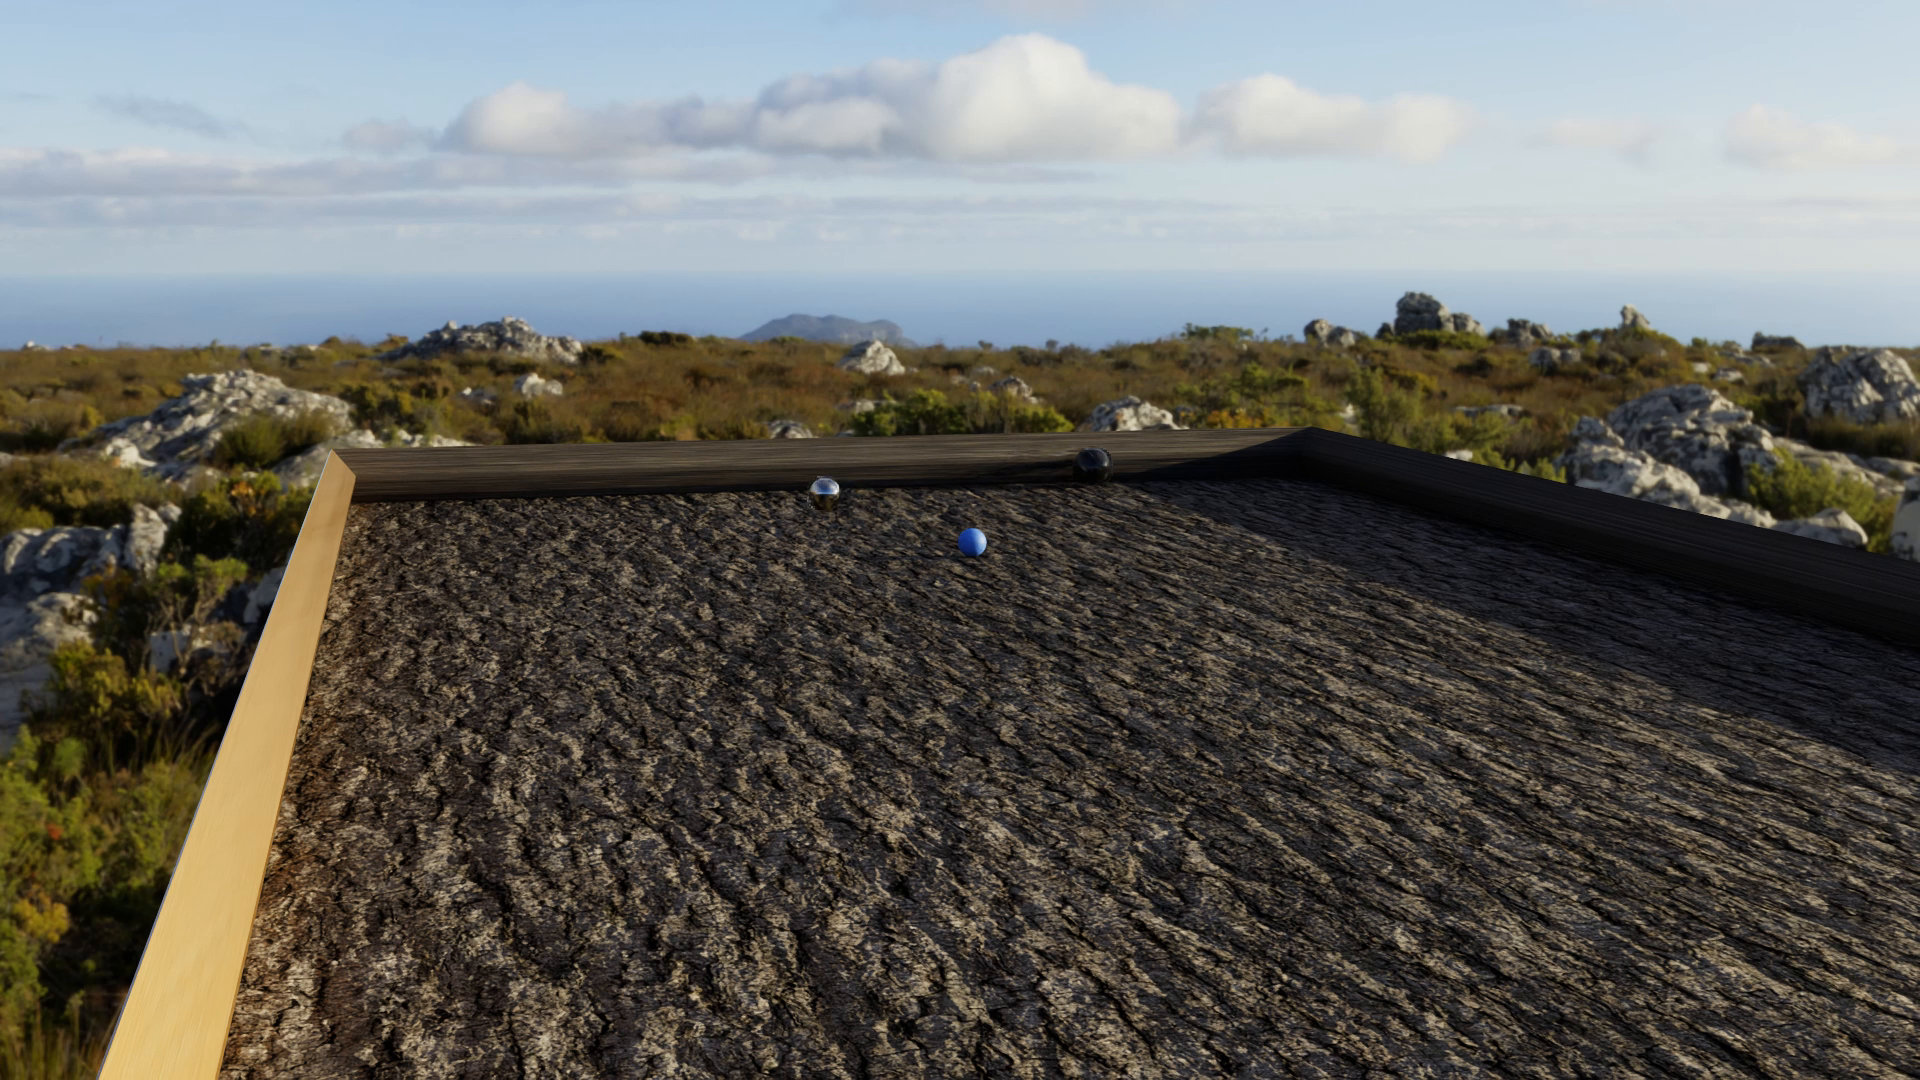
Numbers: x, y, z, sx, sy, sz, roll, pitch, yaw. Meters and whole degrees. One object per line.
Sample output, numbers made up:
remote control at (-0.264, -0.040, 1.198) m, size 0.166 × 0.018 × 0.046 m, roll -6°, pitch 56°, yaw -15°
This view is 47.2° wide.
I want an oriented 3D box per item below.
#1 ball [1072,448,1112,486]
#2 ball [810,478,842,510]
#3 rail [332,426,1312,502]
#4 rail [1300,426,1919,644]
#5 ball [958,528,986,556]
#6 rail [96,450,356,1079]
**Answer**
ball at (0.267, -0.148, 4.445) m, size 0.078 × 0.078 × 0.078 m, roll 0°, pitch 8°, yaw 0°
ball at (-0.249, -0.085, 4.073) m, size 0.060 × 0.060 × 0.060 m, roll 0°, pitch 8°, yaw 0°
rail at (-0.220, -0.152, 4.388) m, size 1.993 × 0.102 × 0.045 m, roll -2°, pitch 8°, yaw -14°
rail at (1.171, 0.073, 2.819) m, size 0.045 × 0.102 × 3.789 m, roll -2°, pitch 8°, yaw -14°
ball at (0.019, 0.004, 3.500) m, size 0.046 × 0.046 × 0.046 m, roll 0°, pitch 8°, yaw 0°
rail at (-0.719, 0.138, 2.360) m, size 0.045 × 0.102 × 3.789 m, roll -2°, pitch 8°, yaw -14°
